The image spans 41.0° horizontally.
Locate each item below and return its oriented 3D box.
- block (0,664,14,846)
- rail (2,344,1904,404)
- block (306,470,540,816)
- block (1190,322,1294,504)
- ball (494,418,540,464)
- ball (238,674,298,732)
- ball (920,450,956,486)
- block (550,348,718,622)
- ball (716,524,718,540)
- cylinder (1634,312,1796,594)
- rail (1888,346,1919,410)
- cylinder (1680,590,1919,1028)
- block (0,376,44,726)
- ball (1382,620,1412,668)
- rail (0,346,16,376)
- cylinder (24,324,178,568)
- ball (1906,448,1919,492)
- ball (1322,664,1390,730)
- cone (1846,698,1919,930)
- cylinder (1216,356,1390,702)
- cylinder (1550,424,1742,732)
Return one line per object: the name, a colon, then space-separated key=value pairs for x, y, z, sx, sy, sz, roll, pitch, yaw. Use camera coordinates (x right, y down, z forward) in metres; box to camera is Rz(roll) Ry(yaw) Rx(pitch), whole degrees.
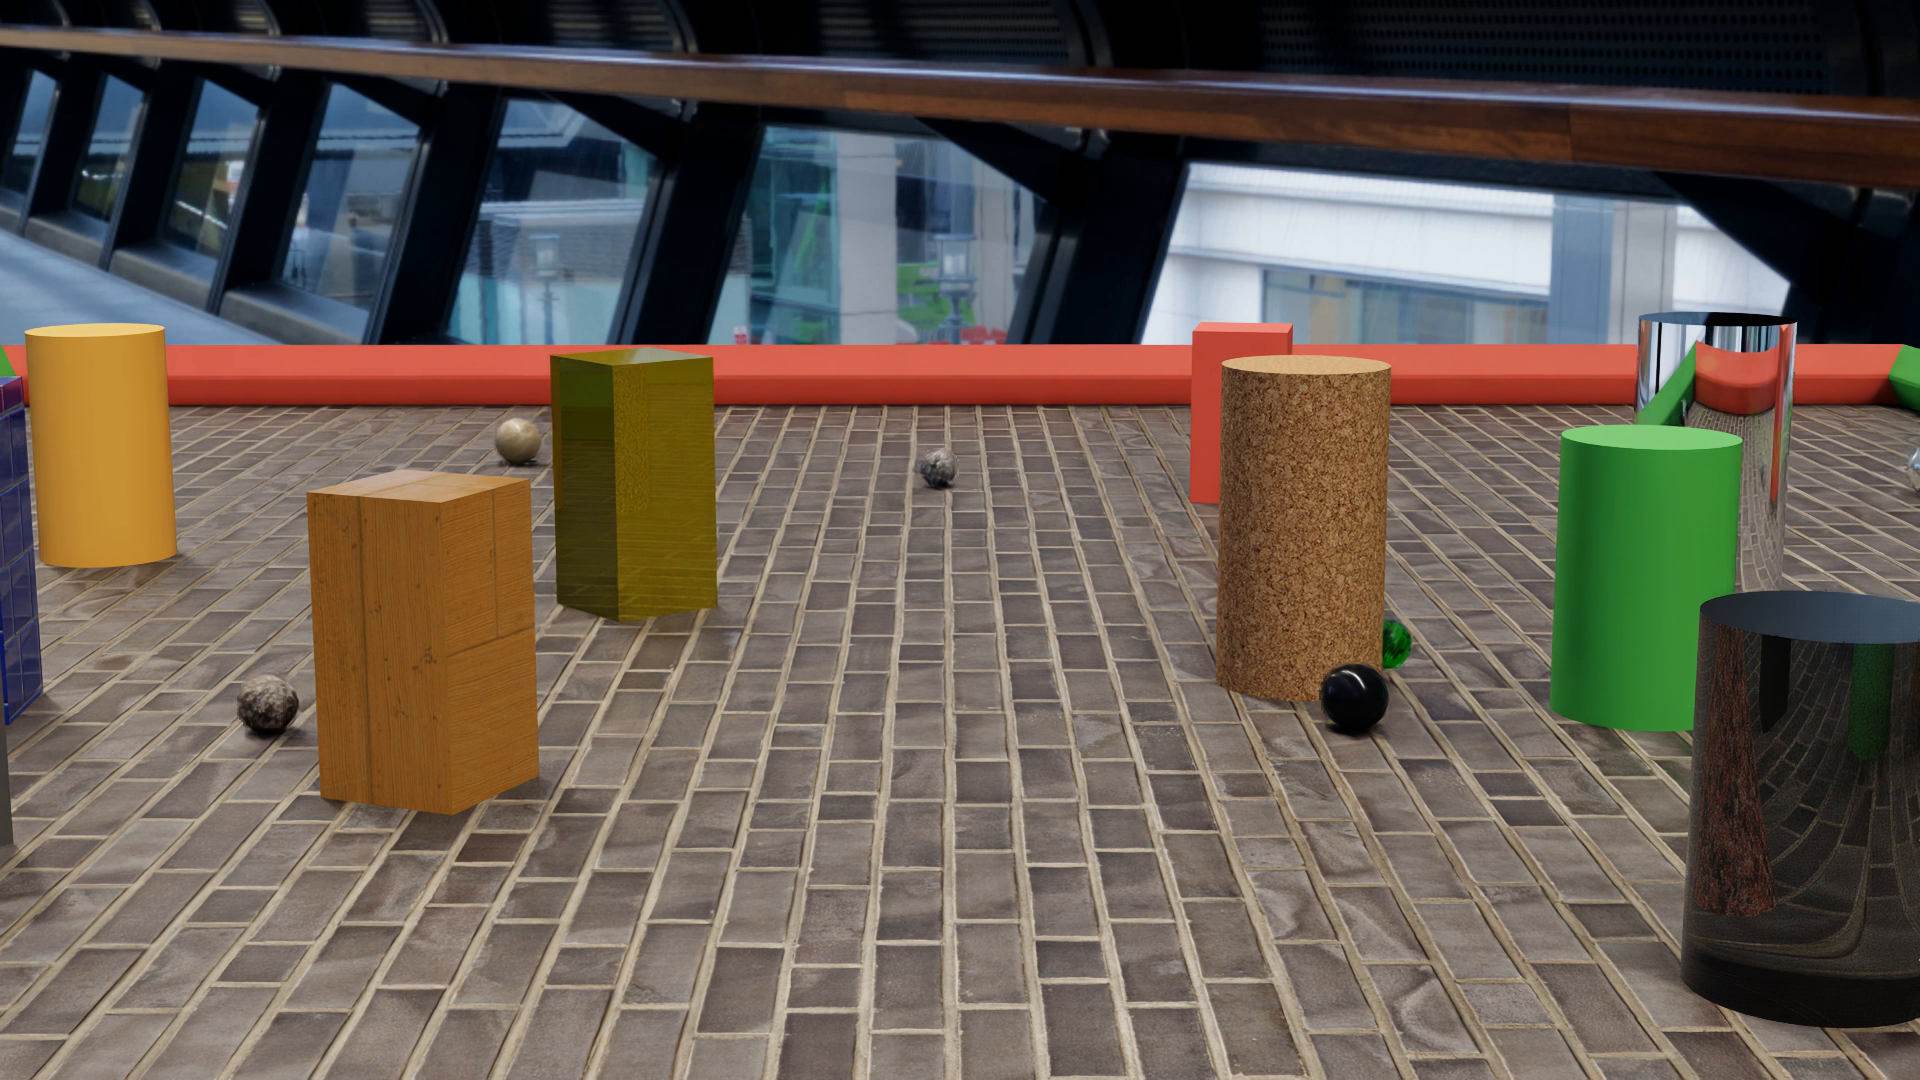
block: x=-1.007 y=0.099 z=2.381 sx=0.157 sy=0.388 sz=0.157 roll=8 pitch=13 yaw=36
rail: x=-0.012 y=-0.355 z=5.541 sx=4.119 sy=0.128 sz=0.045 roll=0 pitch=10 yaw=0
block: x=-0.540 y=0.099 z=2.595 sx=0.157 sy=0.312 sz=0.157 roll=4 pitch=11 yaw=23
block: x=0.479 y=-0.217 z=4.361 sx=0.157 sy=0.290 sz=0.157 roll=2 pitch=11 yaw=10
ball: x=-0.817 y=-0.182 z=4.737 sx=0.084 sy=0.084 sz=0.084 roll=0 pitch=10 yaw=0
ball: x=-0.764 y=0.181 z=2.831 sx=0.064 sy=0.064 sz=0.064 roll=0 pitch=10 yaw=0
ball: x=-0.037 y=-0.125 z=4.487 sx=0.062 sy=0.062 sz=0.062 roll=0 pitch=10 yaw=0
block: x=-0.441 y=-0.079 z=3.474 sx=0.157 sy=0.341 sz=0.157 roll=-9 pitch=14 yaw=-39
ball: x=-0.392 y=-0.012 z=3.909 sx=0.050 sy=0.050 sz=0.050 roll=0 pitch=10 yaw=0
cylinder: x=0.975 y=-0.086 z=3.341 sx=0.197 sy=0.404 sz=0.197 roll=0 pitch=10 yaw=0
rail: x=2.036 y=0.031 z=3.460 sx=0.045 sy=0.128 sz=4.302 roll=0 pitch=10 yaw=0
cylinder: x=0.680 y=0.208 z=2.034 sx=0.197 sy=0.302 sz=0.197 roll=0 pitch=10 yaw=0
block: x=-1.149 y=0.011 z=2.901 sx=0.157 sy=0.373 sz=0.157 roll=-1 pitch=11 yaw=-6
ball: x=0.523 y=0.127 z=3.137 sx=0.059 sy=0.059 sz=0.059 roll=0 pitch=10 yaw=0
rail: x=-2.036 y=0.035 z=3.437 sx=0.045 sy=0.128 sz=4.302 roll=0 pitch=10 yaw=0
cylinder: x=-1.280 y=-0.144 z=3.829 sx=0.197 sy=0.339 sz=0.197 roll=0 pitch=10 yaw=0
ball: x=1.663 y=-0.119 z=4.380 sx=0.090 sy=0.090 sz=0.090 roll=0 pitch=10 yaw=0
ball: x=0.438 y=0.174 z=2.843 sx=0.075 sy=0.075 sz=0.075 roll=0 pitch=10 yaw=0
cone: x=0.884 y=0.144 z=2.229 sx=0.197 sy=0.355 sz=0.197 roll=0 pitch=10 yaw=0
cylinder: x=0.405 y=-0.018 z=3.036 sx=0.197 sy=0.381 sz=0.197 roll=0 pitch=10 yaw=0
cylinder: x=0.776 y=0.039 z=2.907 sx=0.197 sy=0.315 sz=0.197 roll=0 pitch=10 yaw=0
